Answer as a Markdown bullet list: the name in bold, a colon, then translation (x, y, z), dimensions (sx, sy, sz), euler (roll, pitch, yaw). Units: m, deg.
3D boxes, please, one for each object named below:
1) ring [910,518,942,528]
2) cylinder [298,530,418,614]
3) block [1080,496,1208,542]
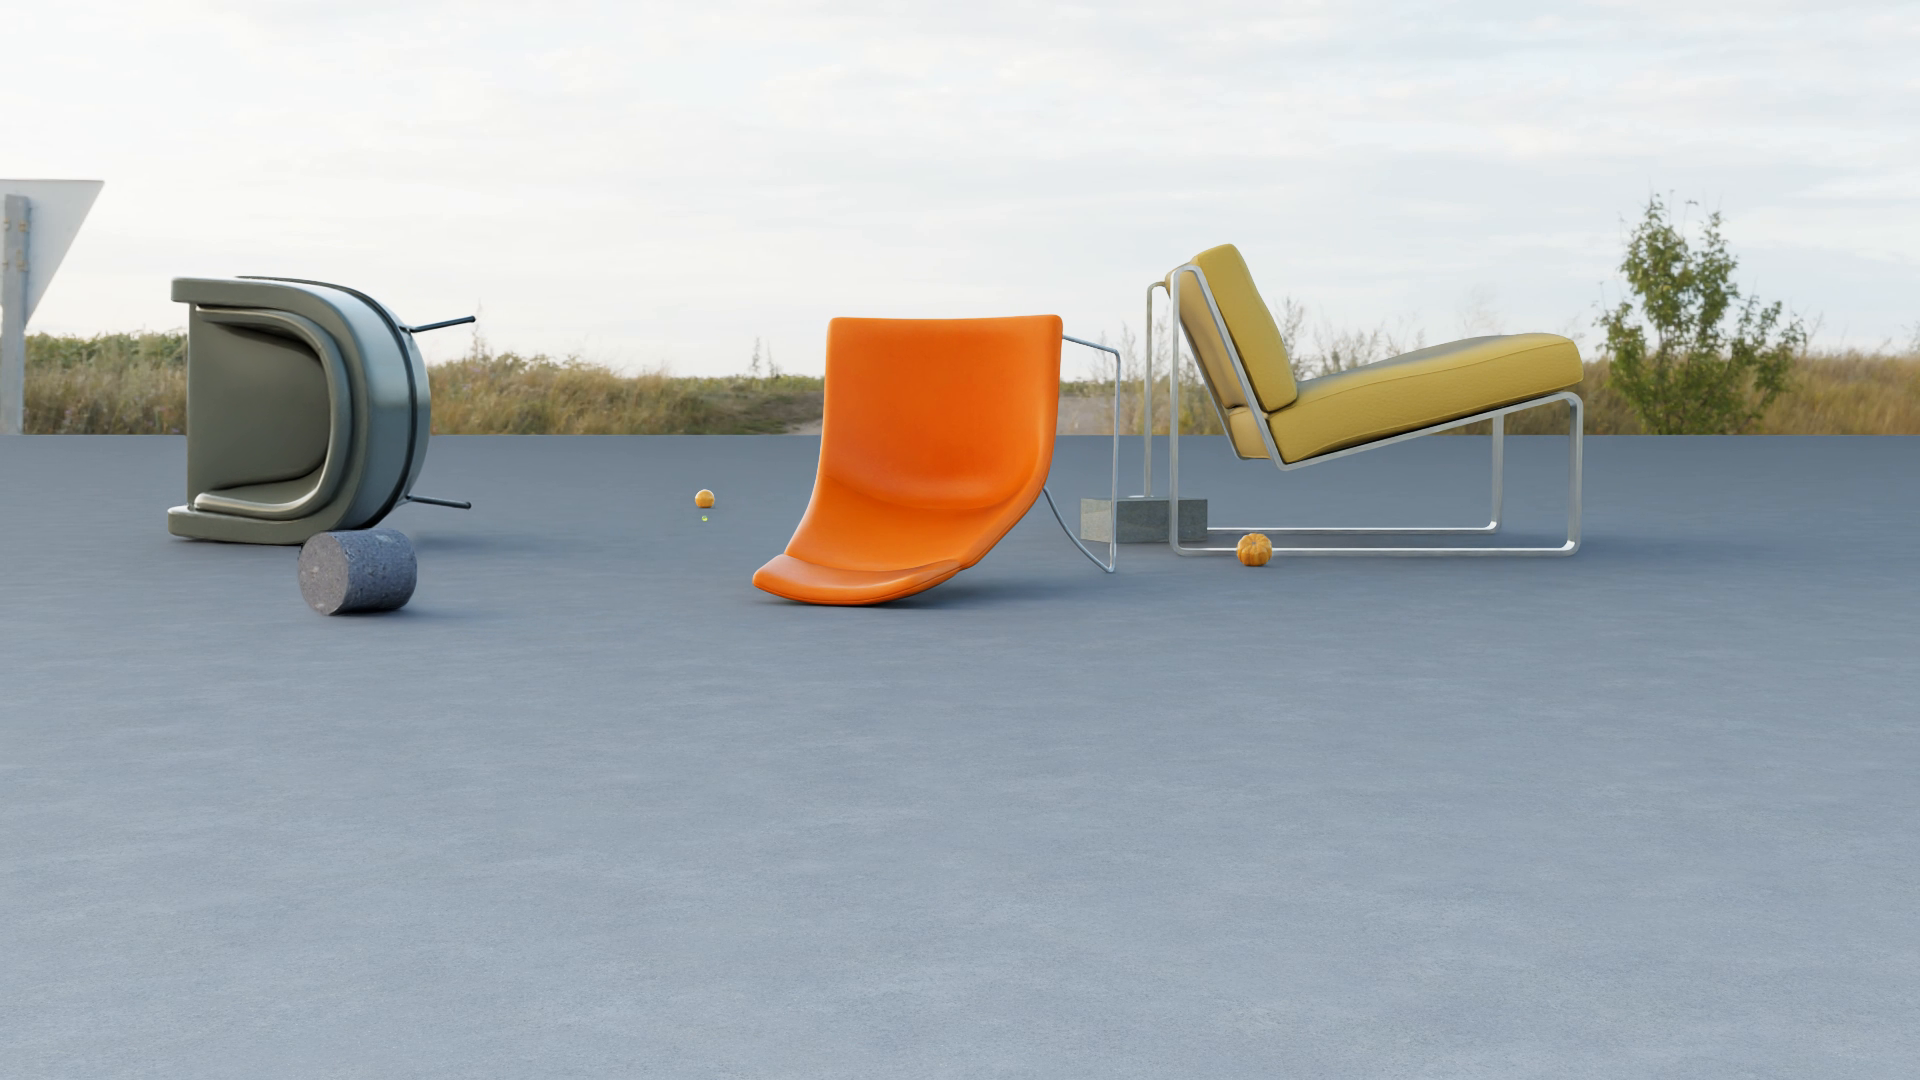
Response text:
- **ring**: translation (-0.108, -0.054, 7.087), dimensions (0.107, 0.034, 0.057), euler (0, 2, -14)
- **cylinder**: translation (-1.213, 0.064, 4.432), dimensions (0.171, 0.162, 0.164), euler (-16, -8, 39)
- **block**: translation (0.549, -0.062, 6.571), dimensions (0.315, 0.121, 0.212), euler (-2, 4, -21)
